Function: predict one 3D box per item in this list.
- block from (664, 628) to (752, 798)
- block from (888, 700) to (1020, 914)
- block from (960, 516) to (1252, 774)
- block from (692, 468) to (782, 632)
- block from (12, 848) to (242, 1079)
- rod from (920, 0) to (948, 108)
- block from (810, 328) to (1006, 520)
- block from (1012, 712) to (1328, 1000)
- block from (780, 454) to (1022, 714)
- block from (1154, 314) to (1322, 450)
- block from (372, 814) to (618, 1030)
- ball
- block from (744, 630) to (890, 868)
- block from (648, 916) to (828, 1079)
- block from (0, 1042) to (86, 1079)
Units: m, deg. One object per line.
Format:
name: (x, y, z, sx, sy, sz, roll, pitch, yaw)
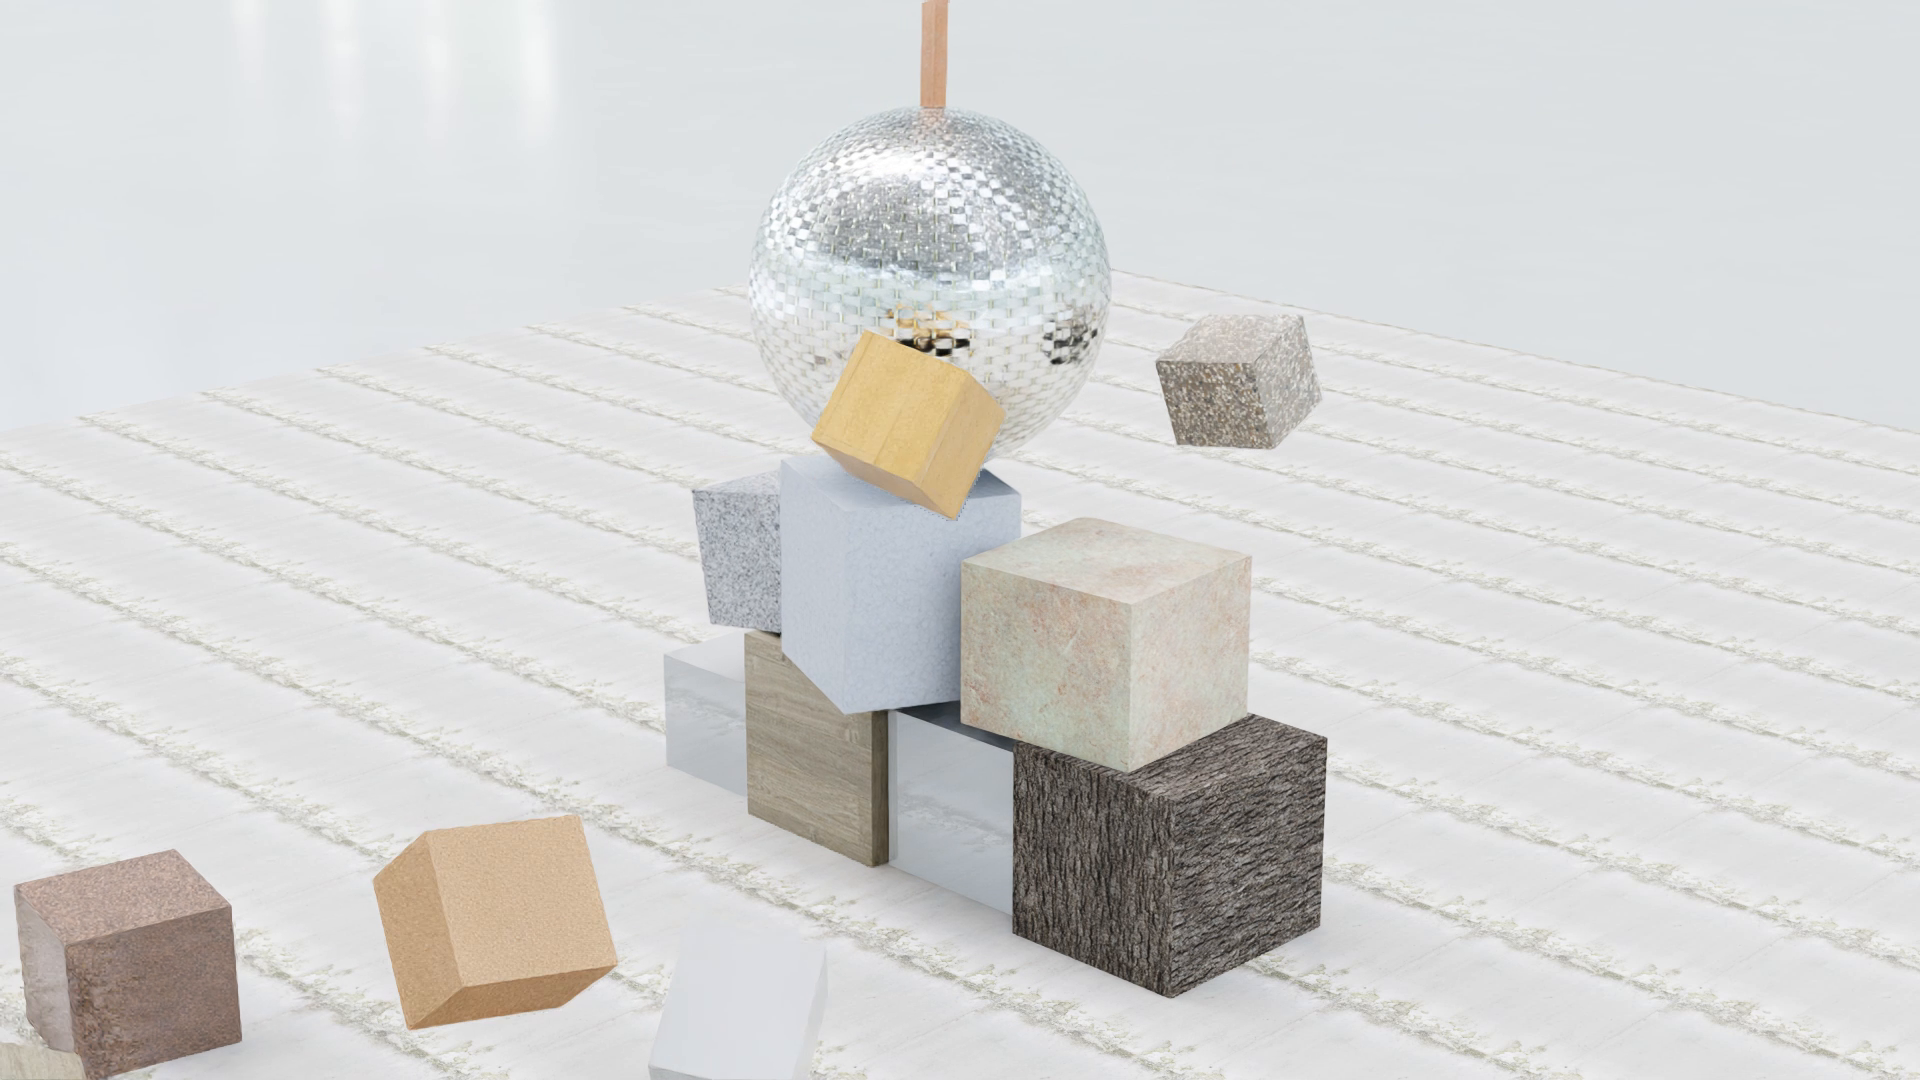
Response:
block: (-0.989, 0.860, 14.621, 0.634, 0.592, 0.739, -17, 24, -42)
block: (0.276, 1.145, 13.408, 0.916, 0.775, 0.792, 17, 24, 42)
block: (0.634, 0.432, 12.749, 0.915, 0.745, 0.868, 14, 22, 38)
block: (-0.743, 0.029, 14.085, 0.710, 0.664, 0.738, -15, 13, -39)
block: (-3.372, 1.715, 11.880, 0.672, 0.603, 0.676, -11, 21, -32)
rod: (-0.058, -4.364, 11.910, 0.080, 5.200, 0.080, 17, 22, 42)
block: (-0.196, -0.448, 11.475, 0.475, 0.476, 0.520, 24, -7, 22)
block: (0.909, 1.289, 12.756, 0.917, 0.892, 1.004, 17, 24, 42)
block: (-0.280, 0.155, 13.224, 0.819, 0.928, 0.887, -6, 19, -21)
block: (1.212, -0.693, 12.731, 0.492, 0.414, 0.451, 4, 33, 38)
block: (-1.703, 1.395, 10.717, 0.626, 0.585, 0.503, -3, -24, -36)
ball: (-0.133, -1.100, 12.857, 1.600, 1.600, 1.600, 0, 17, 0)
block: (-0.412, 0.891, 13.972, 0.833, 0.919, 0.896, -16, 23, -41)
block: (-0.821, 1.838, 10.979, 0.519, 0.588, 0.587, 12, 62, 5)
block: (-3.376, 2.103, 10.102, 0.561, 0.564, 0.500, 24, 30, -50)
